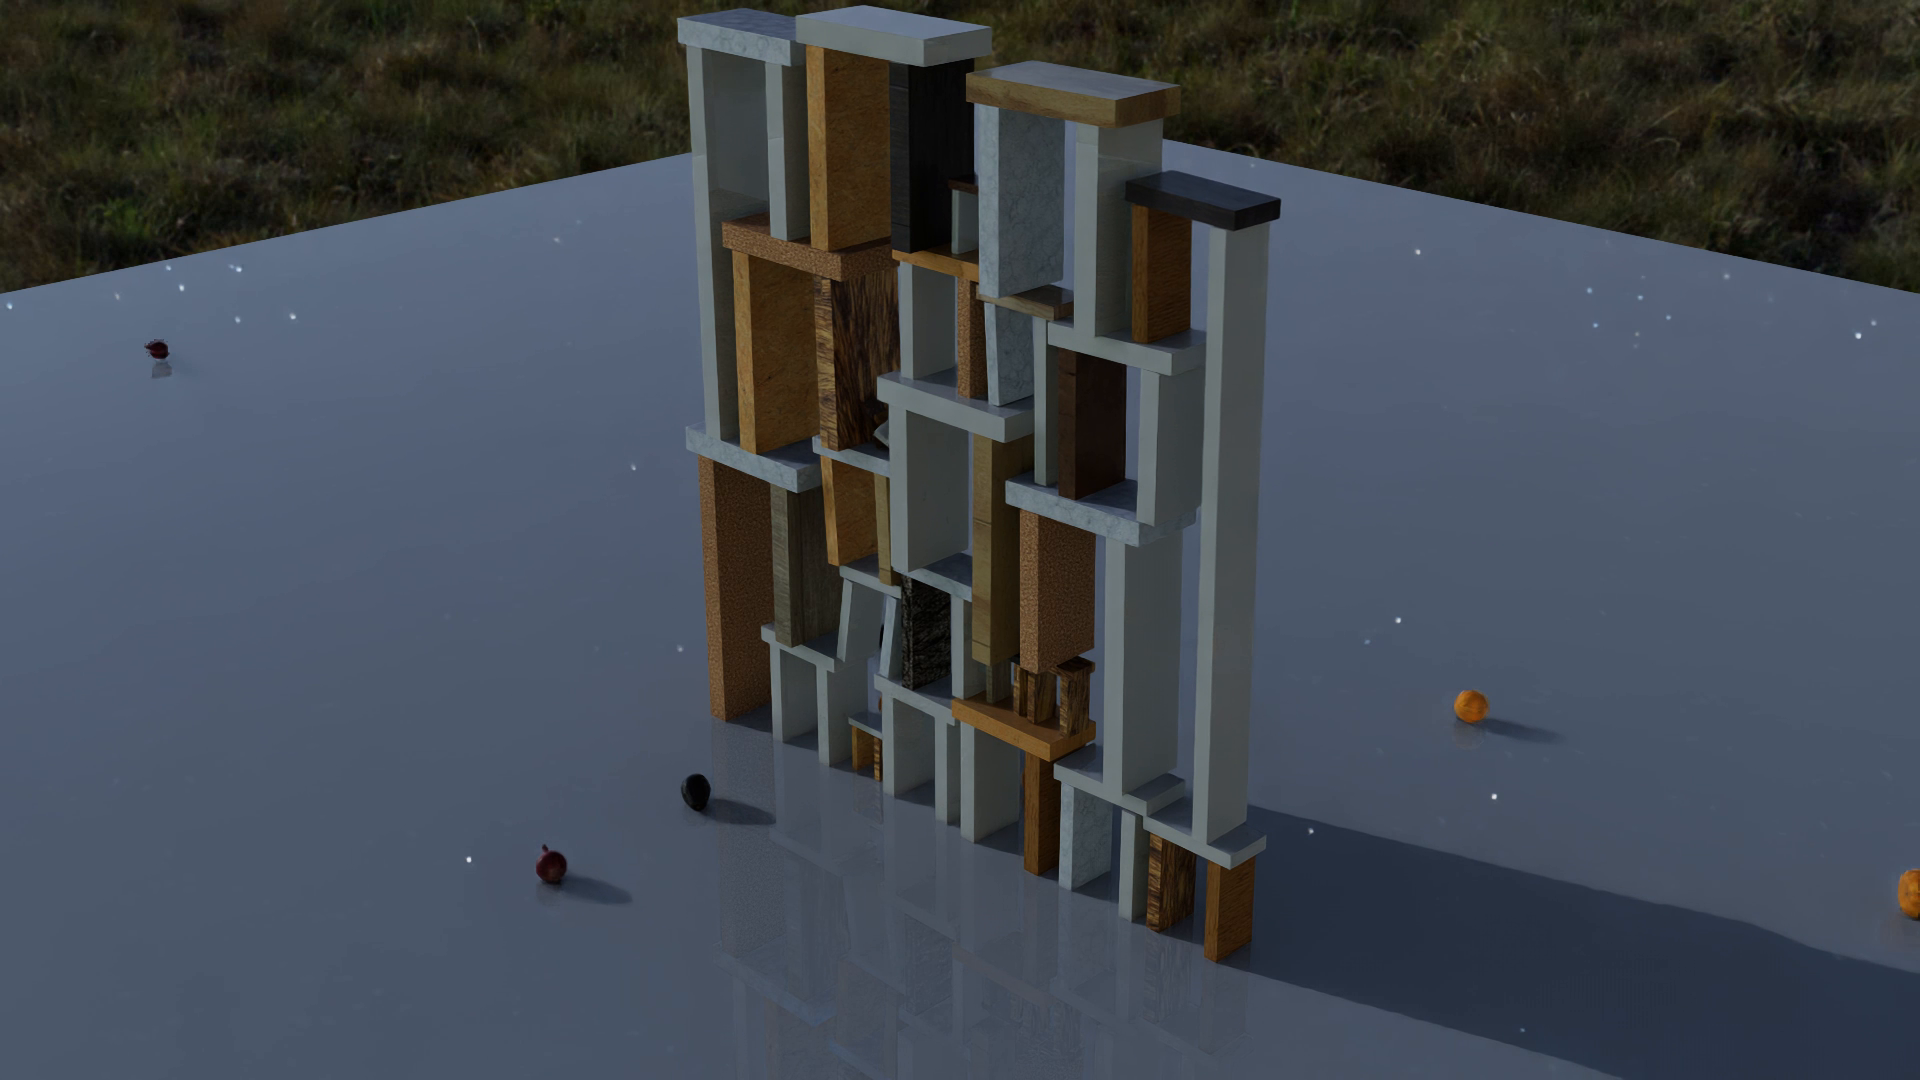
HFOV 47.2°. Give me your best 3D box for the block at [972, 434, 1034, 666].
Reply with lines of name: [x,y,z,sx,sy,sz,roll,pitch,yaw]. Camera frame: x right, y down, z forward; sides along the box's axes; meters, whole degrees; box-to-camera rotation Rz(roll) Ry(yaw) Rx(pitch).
block: [0.099,-0.002,4.111,0.047,0.455,0.166,21,31,40]

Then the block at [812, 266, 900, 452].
block: [-0.197,-0.363,4.288,0.174,0.347,0.049,-21,29,-41]

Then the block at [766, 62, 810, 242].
block: [-0.288,-0.755,4.210,0.168,0.336,0.048,-21,31,-40]

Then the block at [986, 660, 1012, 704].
block: [0.075,0.258,4.257,0.015,0.107,0.054,21,31,41]

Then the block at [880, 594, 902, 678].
block: [-0.111,0.181,4.419,0.092,0.184,0.026,-21,40,-40]

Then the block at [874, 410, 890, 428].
block: [-0.124,-0.210,4.276,0.048,0.014,0.095,-19,65,-37]

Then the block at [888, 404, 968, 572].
block: [-0.058,-0.119,4.230,0.047,0.332,0.166,21,31,40]

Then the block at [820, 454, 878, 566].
block: [-0.220,-0.073,4.432,0.115,0.229,0.033,-21,27,-41]

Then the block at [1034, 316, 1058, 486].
block: [0.175,-0.258,3.925,0.027,0.311,0.094,19,30,41]

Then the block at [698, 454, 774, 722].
block: [-0.470,0.084,4.776,0.050,0.615,0.178,21,31,41]

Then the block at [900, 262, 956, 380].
block: [-0.059,-0.422,4.112,0.032,0.223,0.112,21,31,41]

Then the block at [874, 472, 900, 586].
block: [-0.110,-0.035,4.329,0.033,0.229,0.115,18,28,42]

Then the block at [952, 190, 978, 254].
block: [0.012,-0.579,3.965,0.017,0.117,0.059,22,32,40]

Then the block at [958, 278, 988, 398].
block: [0.046,-0.381,4.016,0.032,0.223,0.112,21,31,41]

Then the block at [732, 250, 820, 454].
block: [-0.370,-0.396,4.454,0.174,0.418,0.049,-21,31,-40]

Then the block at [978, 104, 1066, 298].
block: [0.108,-0.604,3.843,0.167,0.334,0.047,-21,31,-41]

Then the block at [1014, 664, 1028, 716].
block: [0.127,0.278,4.210,0.015,0.107,0.054,22,31,40]

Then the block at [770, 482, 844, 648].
block: [-0.305,0.030,4.569,0.050,0.355,0.178,22,31,40]

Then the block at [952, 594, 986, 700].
block: [0.034,0.193,4.274,0.108,0.215,0.030,-21,31,-41]

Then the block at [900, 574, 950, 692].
block: [-0.067,0.168,4.372,0.030,0.247,0.108,21,31,40]

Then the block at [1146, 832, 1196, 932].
block: [0.392,0.614,4.055,0.101,0.202,0.029,-21,31,-40]

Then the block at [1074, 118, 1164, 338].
block: [0.267,-0.536,3.711,0.047,0.359,0.167,20,30,40]

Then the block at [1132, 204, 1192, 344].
block: [0.338,-0.455,3.677,0.033,0.231,0.116,18,29,41]

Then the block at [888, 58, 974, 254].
block: [-0.049,-0.703,3.974,0.048,0.338,0.169,20,30,39]

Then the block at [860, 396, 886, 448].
block: [-0.158,-0.230,4.298,0.048,0.095,0.014,-23,1,-40]

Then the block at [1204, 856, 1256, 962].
block: [0.487,0.651,3.967,0.101,0.202,0.029,-21,30,-40]

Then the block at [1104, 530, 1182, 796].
block: [0.329,0.208,3.965,0.045,0.497,0.157,20,30,41]

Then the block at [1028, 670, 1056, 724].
block: [0.156,0.282,4.178,0.018,0.125,0.063,21,31,40]

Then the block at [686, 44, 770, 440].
block: [-0.452,-0.605,4.453,0.168,0.803,0.048,-21,30,-40]

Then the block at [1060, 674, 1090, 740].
block: [0.216,0.305,4.123,0.018,0.125,0.063,21,31,40]

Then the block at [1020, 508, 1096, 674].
block: [0.181,0.074,4.058,0.045,0.315,0.158,20,30,41]

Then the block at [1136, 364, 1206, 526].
block: [0.365,-0.174,3.762,0.039,0.275,0.137,20,30,40]

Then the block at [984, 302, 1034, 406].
block: [0.090,-0.346,3.975,0.094,0.189,0.027,-21,27,-41]

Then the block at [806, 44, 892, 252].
block: [-0.205,-0.748,4.135,0.048,0.381,0.169,21,31,40]

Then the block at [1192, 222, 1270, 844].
block: [0.457,0.005,3.733,0.033,1.112,0.116,19,30,40]

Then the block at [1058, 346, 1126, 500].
block: [0.234,-0.221,3.880,0.039,0.275,0.137,19,30,40]
